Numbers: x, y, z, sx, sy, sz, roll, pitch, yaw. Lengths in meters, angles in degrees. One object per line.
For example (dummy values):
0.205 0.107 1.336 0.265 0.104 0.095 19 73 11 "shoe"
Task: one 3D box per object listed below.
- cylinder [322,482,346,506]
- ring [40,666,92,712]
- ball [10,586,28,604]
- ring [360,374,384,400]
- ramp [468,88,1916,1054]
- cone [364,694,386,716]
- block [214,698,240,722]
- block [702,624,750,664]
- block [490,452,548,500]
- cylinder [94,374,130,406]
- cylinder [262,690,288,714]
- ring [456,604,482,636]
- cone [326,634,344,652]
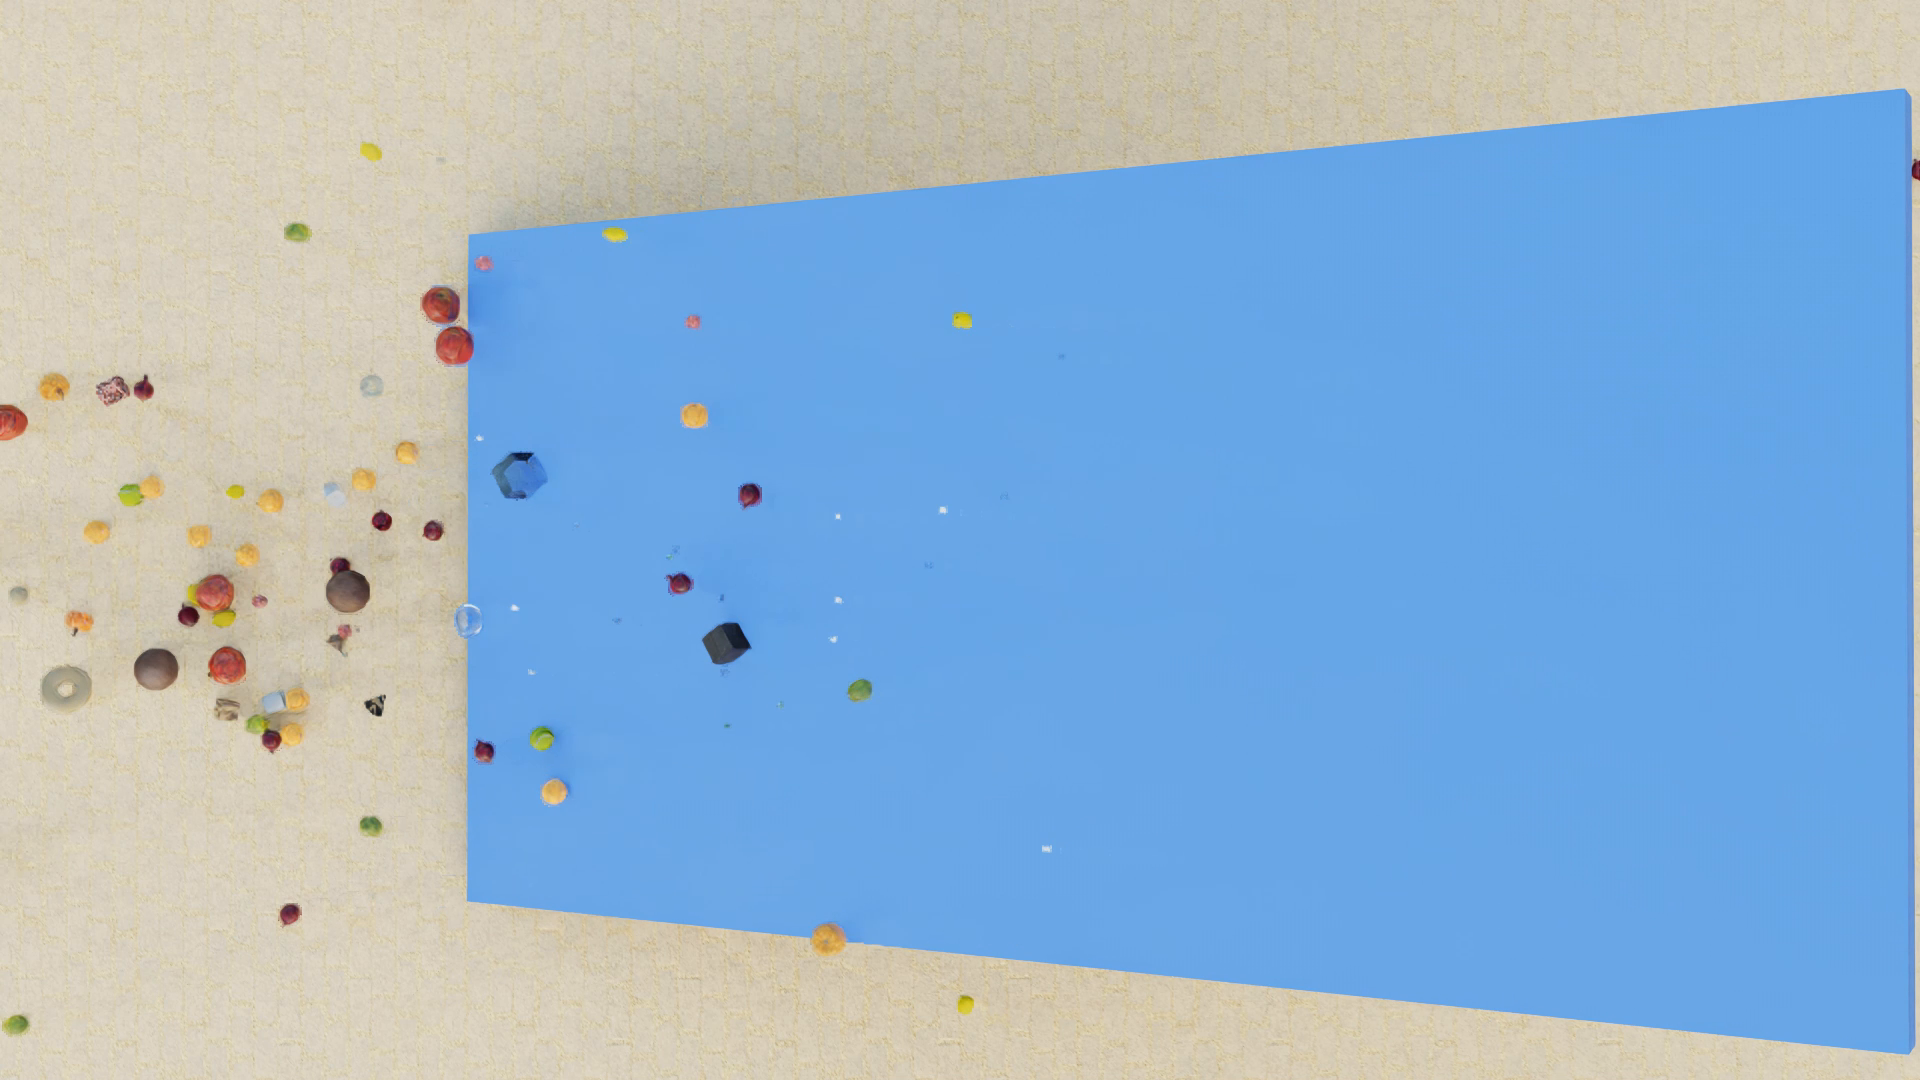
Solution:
-1.888 -0.136 6.634 0.054 0.054 0.054 -16 125 -23 "cylinder"
-2.680 0.447 6.599 0.145 0.048 0.145 6 70 -16 "ring"
-2.848 0.168 6.656 0.054 0.054 0.054 0 89 0 "ball"
-1.786 -0.463 6.676 0.076 0.025 0.076 0 93 1 "ring"
0.267 0.073 5.617 4.000 0.100 2.000 0 89 31 "ramp"
-1.751 0.485 6.638 0.065 0.065 0.065 33 51 0 "cone"
-2.215 0.513 6.640 0.055 0.055 0.055 10 92 -36 "block"
-0.644 0.285 6.052 0.081 0.081 0.081 -38 71 25 "block"
-1.288 -0.188 6.431 0.098 0.098 0.098 -38 71 25 "block"
-2.563 -0.451 6.650 0.071 0.071 0.071 -30 90 3 "cylinder"
-2.069 0.491 6.651 0.057 0.057 0.057 -18 89 0 "cylinder"
-1.466 0.240 6.572 0.095 0.032 0.095 0 91 30 "ring"
-1.887 0.321 6.670 0.052 0.052 0.052 -14 116 0 "cone"
